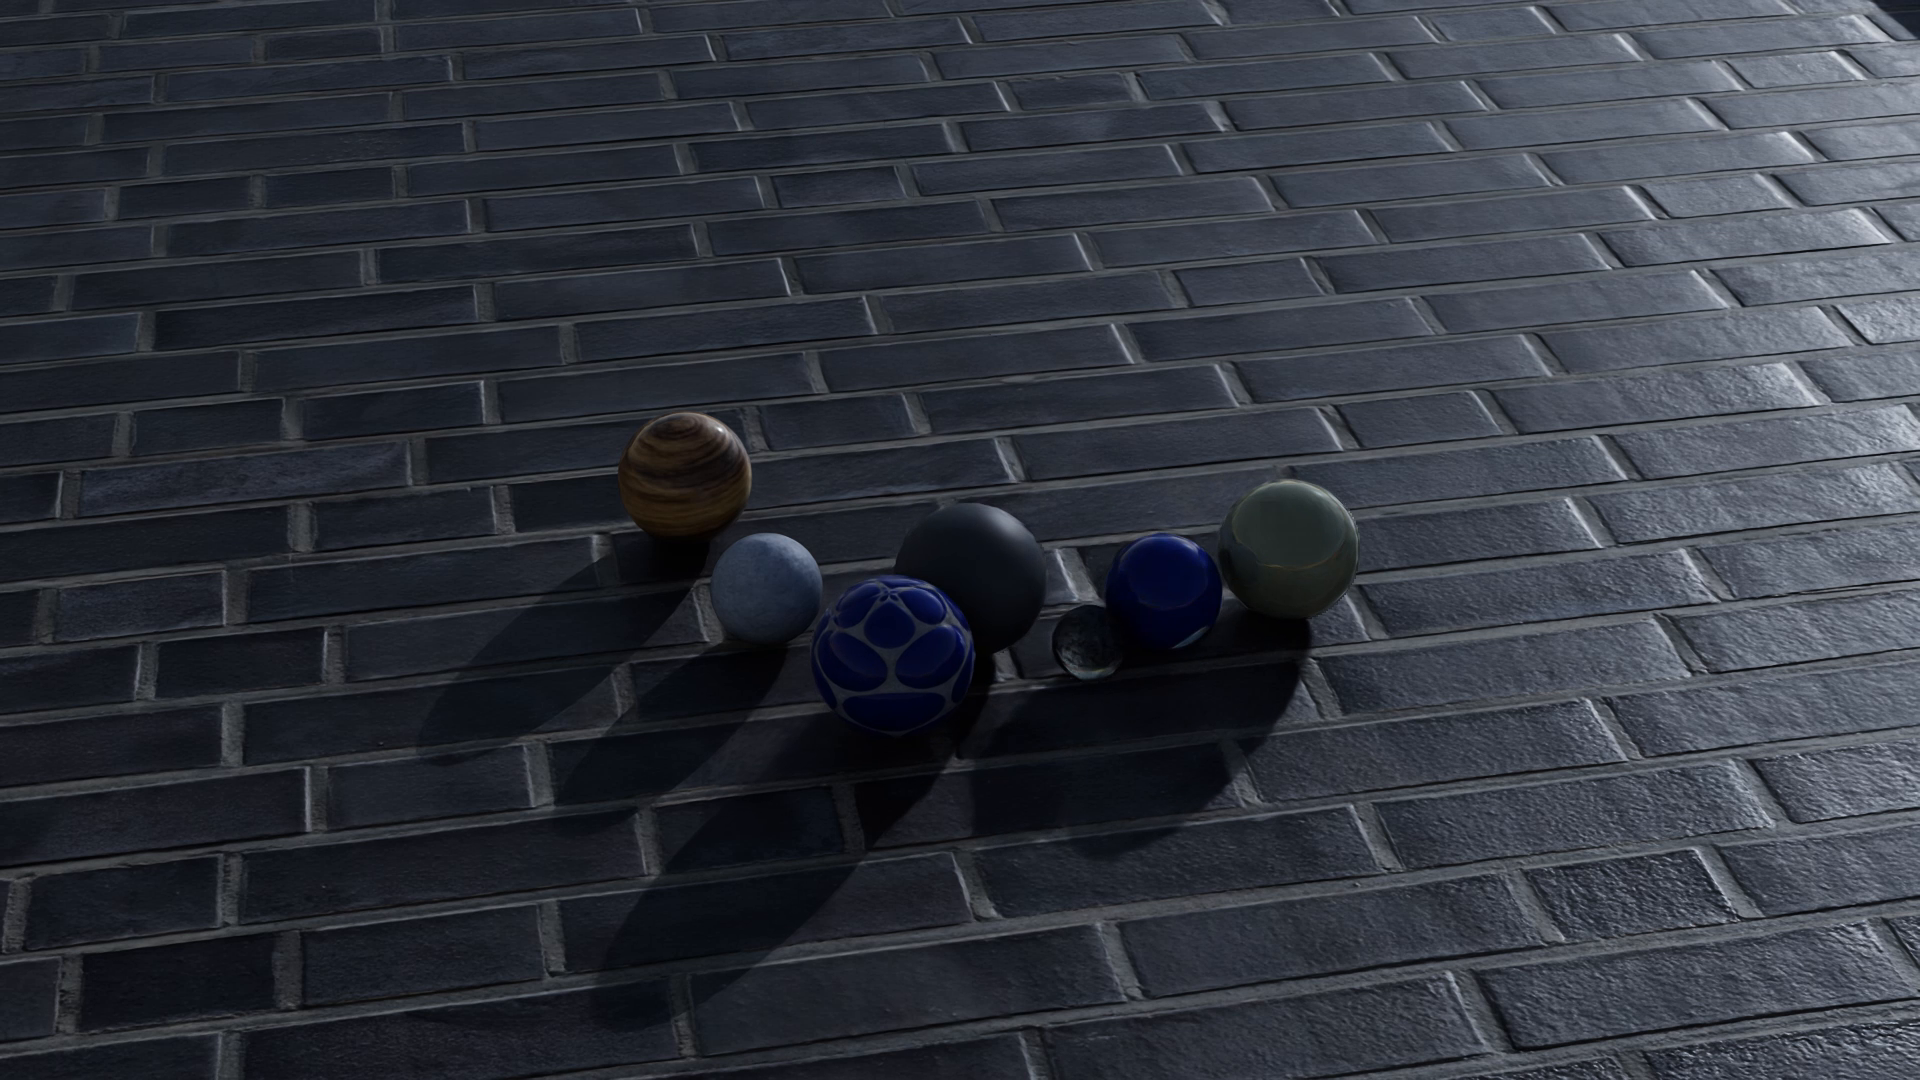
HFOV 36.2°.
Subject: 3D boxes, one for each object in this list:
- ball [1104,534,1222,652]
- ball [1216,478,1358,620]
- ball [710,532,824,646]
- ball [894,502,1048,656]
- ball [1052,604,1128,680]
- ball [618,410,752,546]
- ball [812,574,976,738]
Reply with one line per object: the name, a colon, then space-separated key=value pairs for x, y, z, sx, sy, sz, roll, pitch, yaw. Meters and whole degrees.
ball: x=0.109 y=0.028 z=1.579 sx=0.064 sy=0.064 sz=0.064 roll=0 pitch=32 yaw=0
ball: x=0.179 y=0.005 z=1.604 sx=0.077 sy=0.077 sz=0.077 roll=0 pitch=32 yaw=0
ball: x=-0.104 y=0.027 z=1.584 sx=0.061 sy=0.061 sz=0.061 roll=0 pitch=32 yaw=0
ball: x=0.006 y=0.021 z=1.572 sx=0.083 sy=0.083 sz=0.083 roll=0 pitch=32 yaw=0
ball: x=0.069 y=0.055 z=1.559 sx=0.040 sy=0.040 sz=0.040 roll=0 pitch=32 yaw=0
ball: x=-0.156 y=-0.035 z=1.670 sx=0.076 sy=0.076 sz=0.076 roll=0 pitch=32 yaw=0
ball: x=-0.034 y=0.060 z=1.508 sx=0.084 sy=0.084 sz=0.084 roll=0 pitch=32 yaw=0
